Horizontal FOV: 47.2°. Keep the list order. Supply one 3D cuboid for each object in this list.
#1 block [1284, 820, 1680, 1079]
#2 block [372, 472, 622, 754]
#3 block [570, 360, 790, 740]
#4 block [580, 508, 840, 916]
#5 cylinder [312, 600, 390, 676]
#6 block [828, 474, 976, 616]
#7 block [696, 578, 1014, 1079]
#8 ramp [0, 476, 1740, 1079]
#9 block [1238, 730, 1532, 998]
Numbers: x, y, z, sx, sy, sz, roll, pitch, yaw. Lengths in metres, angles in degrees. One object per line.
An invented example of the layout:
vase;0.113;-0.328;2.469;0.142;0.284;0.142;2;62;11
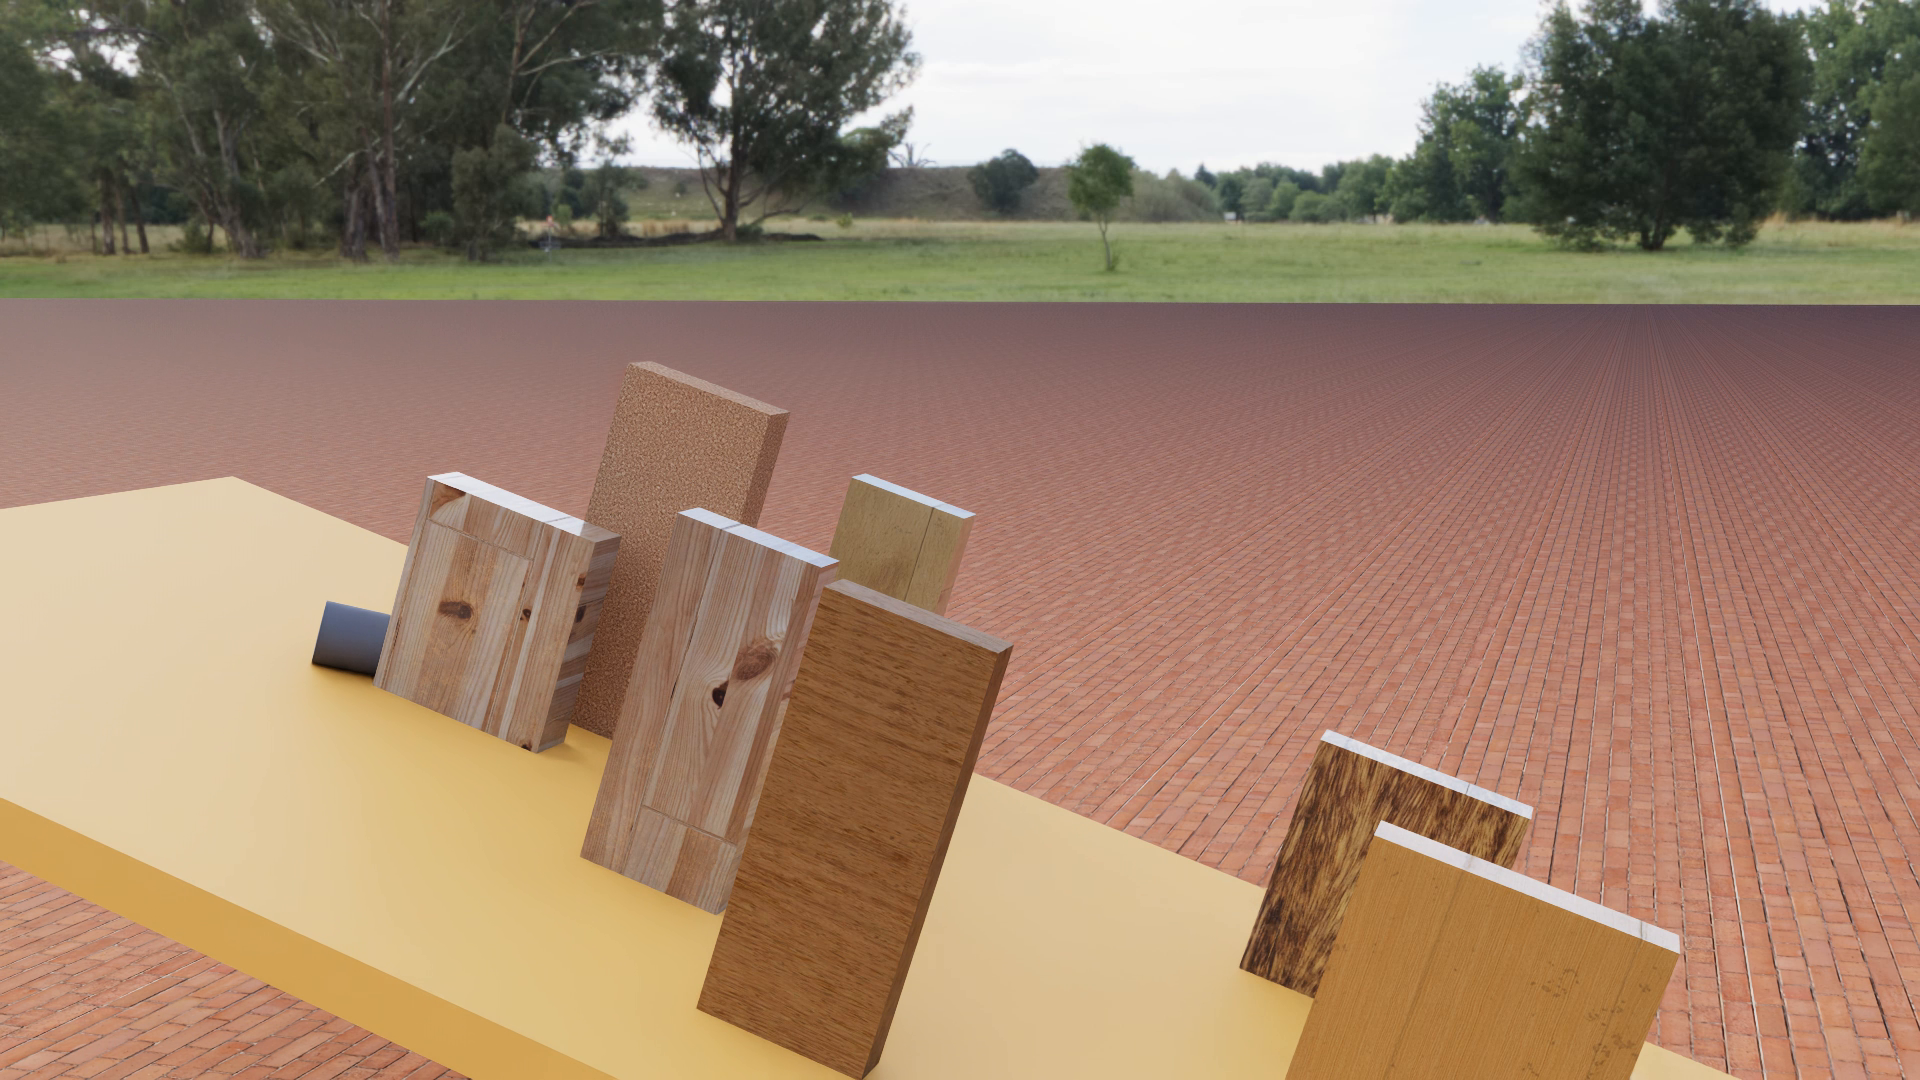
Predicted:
block;0.683;0.809;3.130;0.432;0.706;0.087;20;12;14
block;-0.940;0.144;4.459;0.388;0.453;0.119;20;12;14
block;-0.627;0.046;4.590;0.328;0.768;0.109;20;12;14
block;-0.449;0.304;3.915;0.280;0.664;0.091;20;12;14
cylinder;-1.254;0.203;4.531;0.130;0.130;0.130;14;3;-16
block;-0.192;0.181;5.008;0.277;0.601;0.093;20;12;14
block;-0.170;0.456;3.461;0.294;0.729;0.088;20;12;14
ramp;-0.357;0.675;4.226;4.000;0.100;2.000;20;12;14
block;0.846;0.695;4.386;0.427;0.504;0.100;20;12;14
